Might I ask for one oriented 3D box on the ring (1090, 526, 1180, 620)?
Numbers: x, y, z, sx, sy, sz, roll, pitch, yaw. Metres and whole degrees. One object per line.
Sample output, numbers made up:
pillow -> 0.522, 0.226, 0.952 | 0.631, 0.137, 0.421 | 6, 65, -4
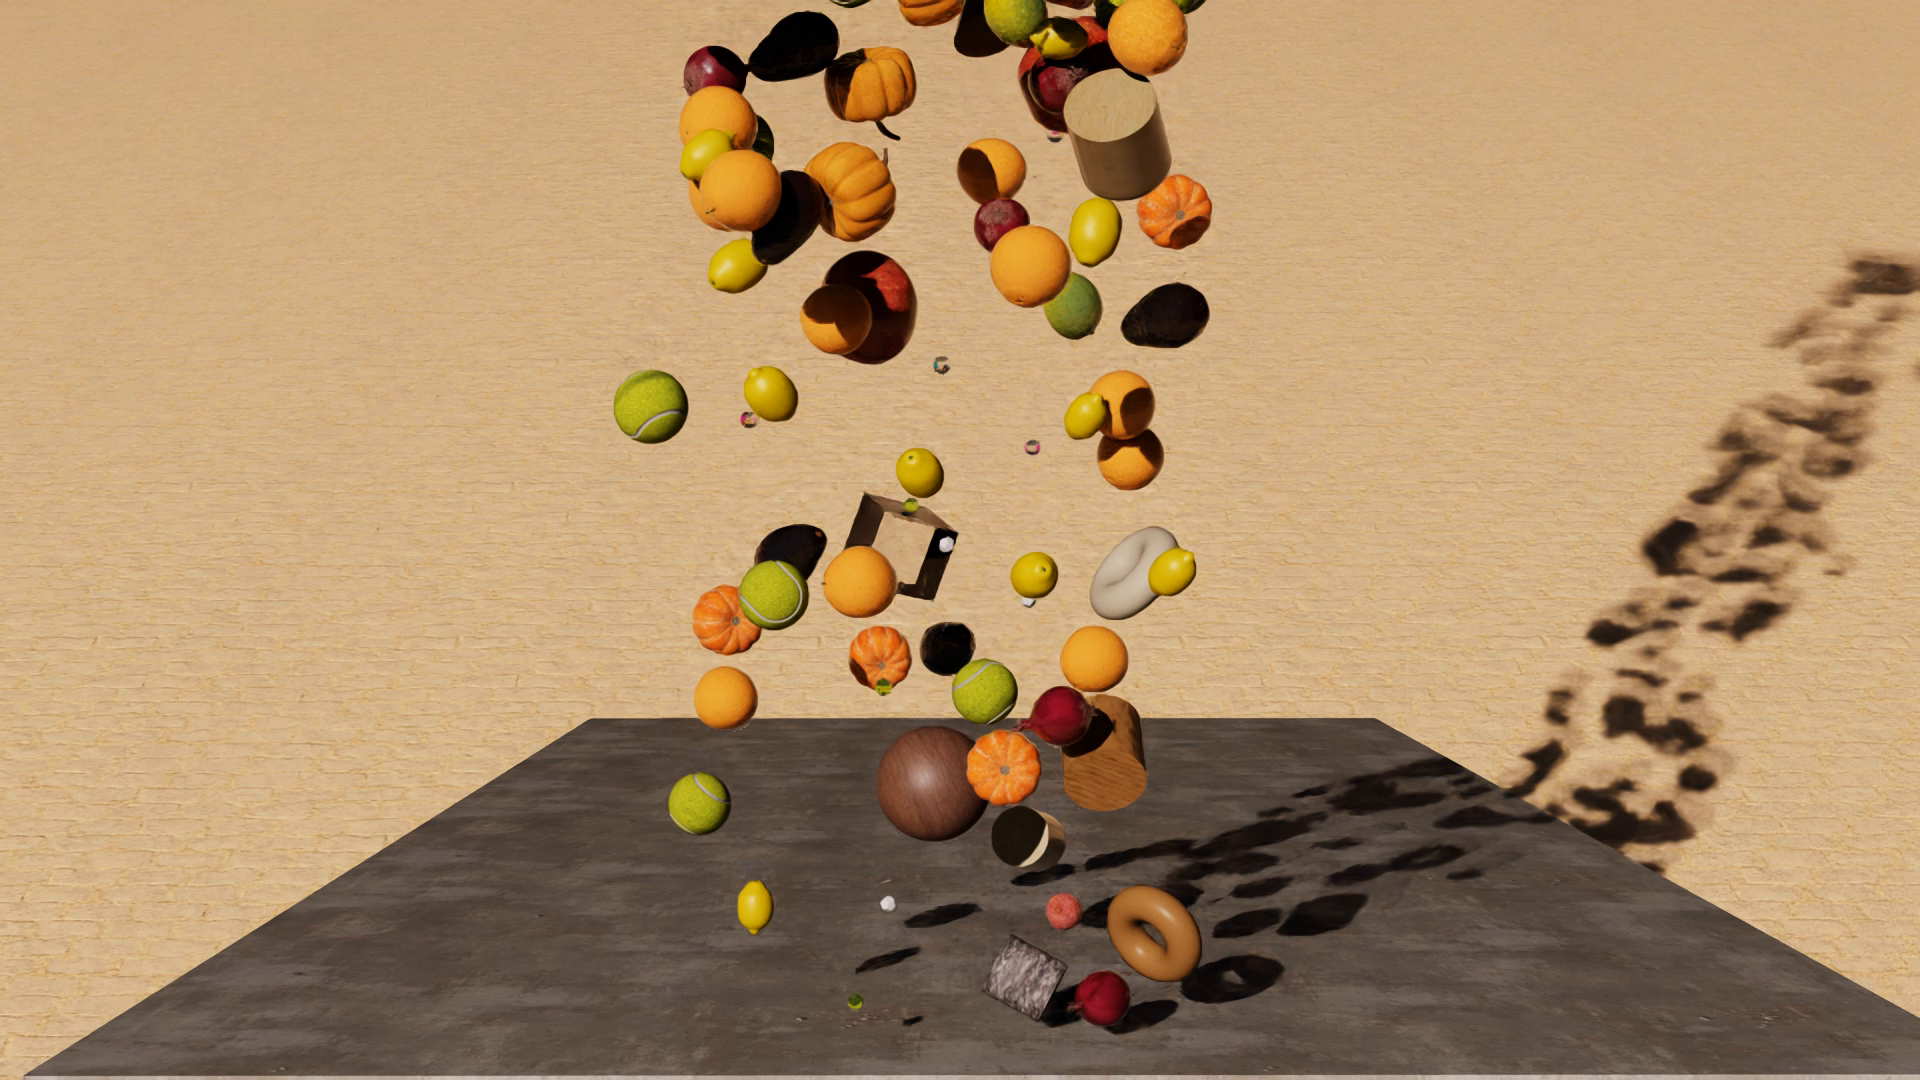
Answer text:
ring -> 0.177, 0.034, 2.629 | 0.037, 0.112, 0.112 | 41, 21, -20

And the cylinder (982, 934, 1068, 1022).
cylinder -> 0.070, 0.472, 2.780 | 0.069, 0.069, 0.069 | 27, 32, 8

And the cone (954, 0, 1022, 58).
cone -> 0.018, -0.544, 2.633 | 0.072, 0.072, 0.072 | -9, 64, -17

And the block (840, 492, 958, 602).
block -> -0.068, 0.008, 2.860 | 0.083, 0.083, 0.083 | 13, 14, -31

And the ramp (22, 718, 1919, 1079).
ramp -> 0.060, 0.544, 4.581 | 2.000, 0.100, 4.000 | 0, 1, 0

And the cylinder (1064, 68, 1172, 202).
cylinder -> 0.143, -0.367, 2.339 | 0.084, 0.084, 0.084 | -7, 57, 11

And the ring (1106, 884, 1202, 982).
ring -> 0.210, 0.425, 2.787 | 0.117, 0.117, 0.039 | 19, 38, 33

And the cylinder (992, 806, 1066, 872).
cylinder -> 0.082, 0.358, 3.089 | 0.072, 0.072, 0.072 | 11, -7, 21
